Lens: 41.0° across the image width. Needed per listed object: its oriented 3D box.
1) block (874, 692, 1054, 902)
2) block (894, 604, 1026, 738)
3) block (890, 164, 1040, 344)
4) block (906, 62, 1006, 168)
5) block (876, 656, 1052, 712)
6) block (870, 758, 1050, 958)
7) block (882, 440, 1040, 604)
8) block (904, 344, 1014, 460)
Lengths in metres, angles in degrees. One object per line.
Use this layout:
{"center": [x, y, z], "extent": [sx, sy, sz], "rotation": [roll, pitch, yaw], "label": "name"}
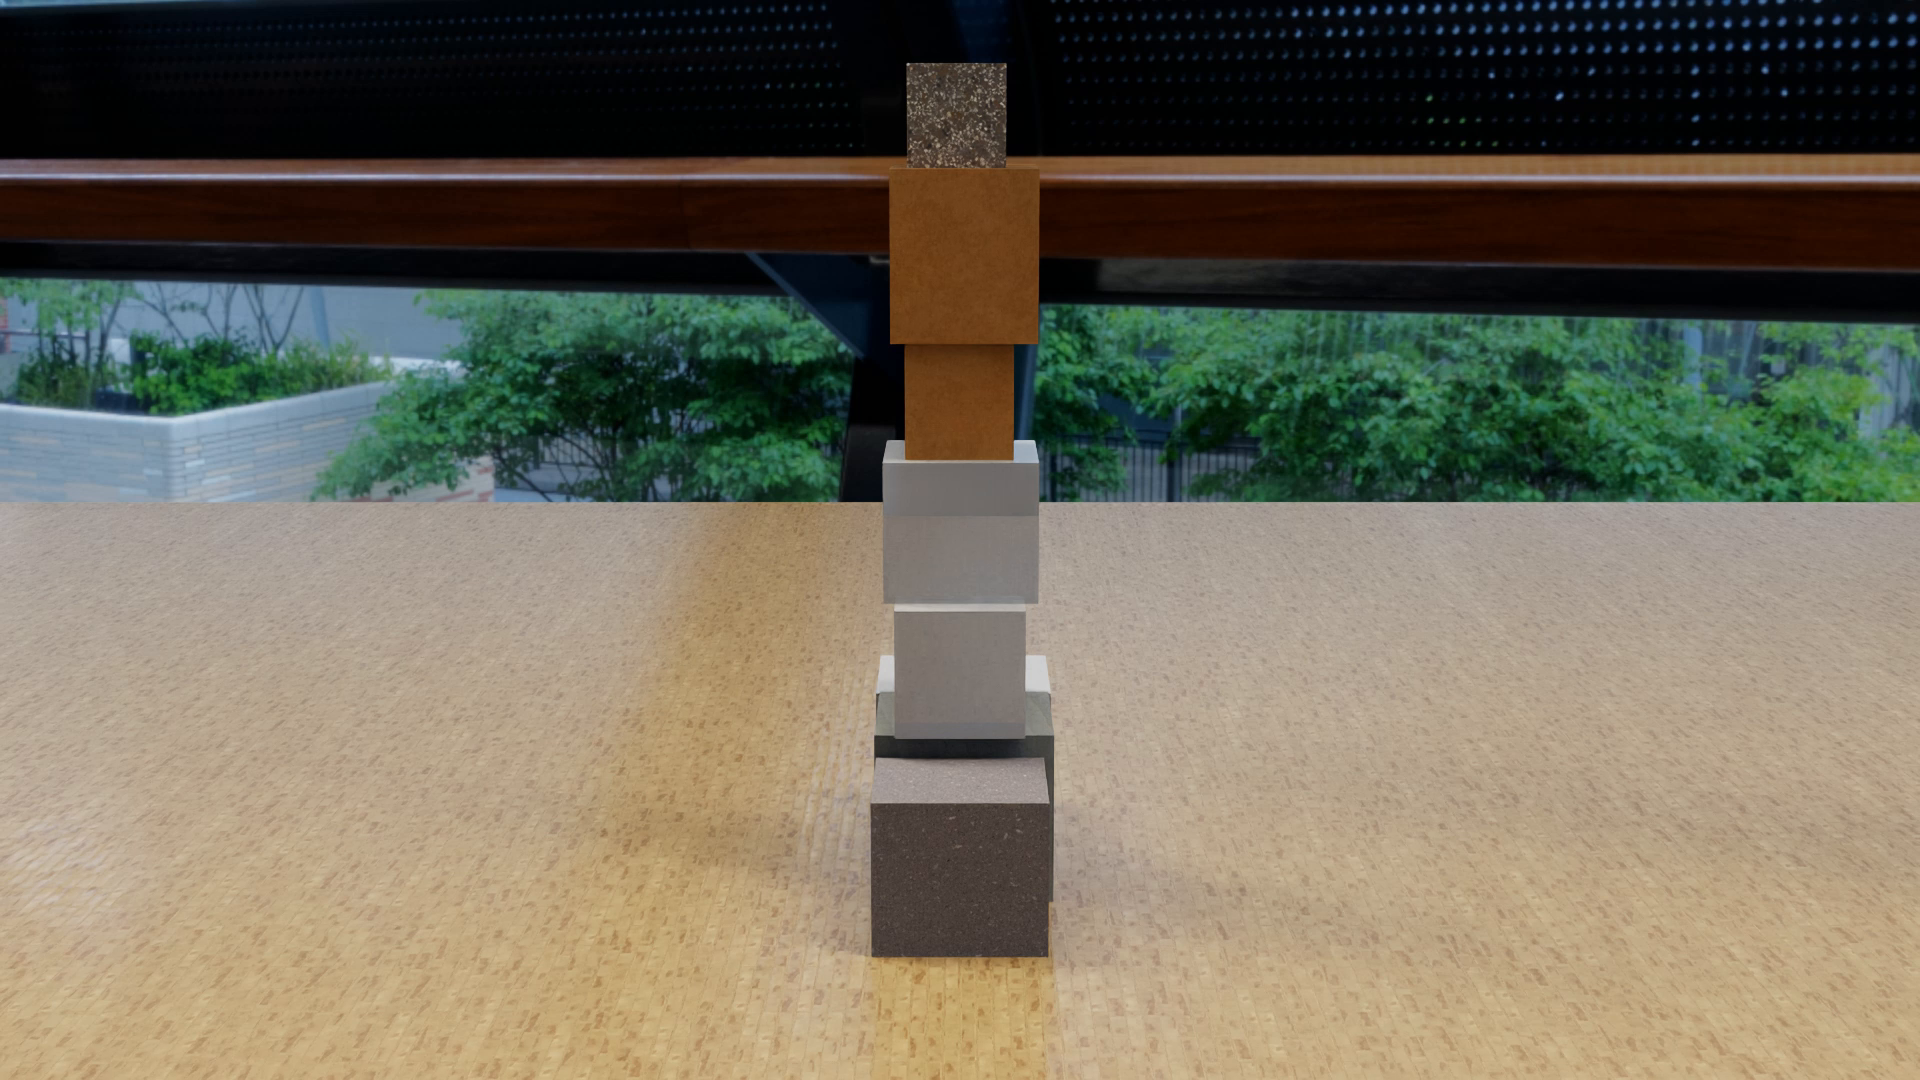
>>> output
{"center": [0.018, 1.121, 11.342], "extent": [0.765, 0.736, 0.788], "rotation": [0, 10, 0], "label": "block"}
{"center": [0.000, 0.525, 11.023], "extent": [0.551, 0.551, 0.490], "rotation": [0, 10, 0], "label": "block"}
{"center": [0.018, -1.228, 10.957], "extent": [0.621, 0.726, 0.582], "rotation": [0, 10, 0], "label": "block"}
{"center": [-0.014, -1.798, 10.854], "extent": [0.414, 0.431, 0.396], "rotation": [0, 10, 0], "label": "block"}
{"center": [0.016, 0.985, 12.122], "extent": [0.797, 0.724, 0.775], "rotation": [0, 10, 0], "label": "block"}
{"center": [0.000, 1.302, 10.612], "extent": [0.712, 0.642, 0.692], "rotation": [0, 10, 0], "label": "block"}
{"center": [0.004, -0.087, 11.165], "extent": [0.659, 0.604, 0.677], "rotation": [0, 10, 0], "label": "block"}
{"center": [-0.003, -0.628, 11.066], "extent": [0.459, 0.495, 0.506], "rotation": [0, 10, 0], "label": "block"}
